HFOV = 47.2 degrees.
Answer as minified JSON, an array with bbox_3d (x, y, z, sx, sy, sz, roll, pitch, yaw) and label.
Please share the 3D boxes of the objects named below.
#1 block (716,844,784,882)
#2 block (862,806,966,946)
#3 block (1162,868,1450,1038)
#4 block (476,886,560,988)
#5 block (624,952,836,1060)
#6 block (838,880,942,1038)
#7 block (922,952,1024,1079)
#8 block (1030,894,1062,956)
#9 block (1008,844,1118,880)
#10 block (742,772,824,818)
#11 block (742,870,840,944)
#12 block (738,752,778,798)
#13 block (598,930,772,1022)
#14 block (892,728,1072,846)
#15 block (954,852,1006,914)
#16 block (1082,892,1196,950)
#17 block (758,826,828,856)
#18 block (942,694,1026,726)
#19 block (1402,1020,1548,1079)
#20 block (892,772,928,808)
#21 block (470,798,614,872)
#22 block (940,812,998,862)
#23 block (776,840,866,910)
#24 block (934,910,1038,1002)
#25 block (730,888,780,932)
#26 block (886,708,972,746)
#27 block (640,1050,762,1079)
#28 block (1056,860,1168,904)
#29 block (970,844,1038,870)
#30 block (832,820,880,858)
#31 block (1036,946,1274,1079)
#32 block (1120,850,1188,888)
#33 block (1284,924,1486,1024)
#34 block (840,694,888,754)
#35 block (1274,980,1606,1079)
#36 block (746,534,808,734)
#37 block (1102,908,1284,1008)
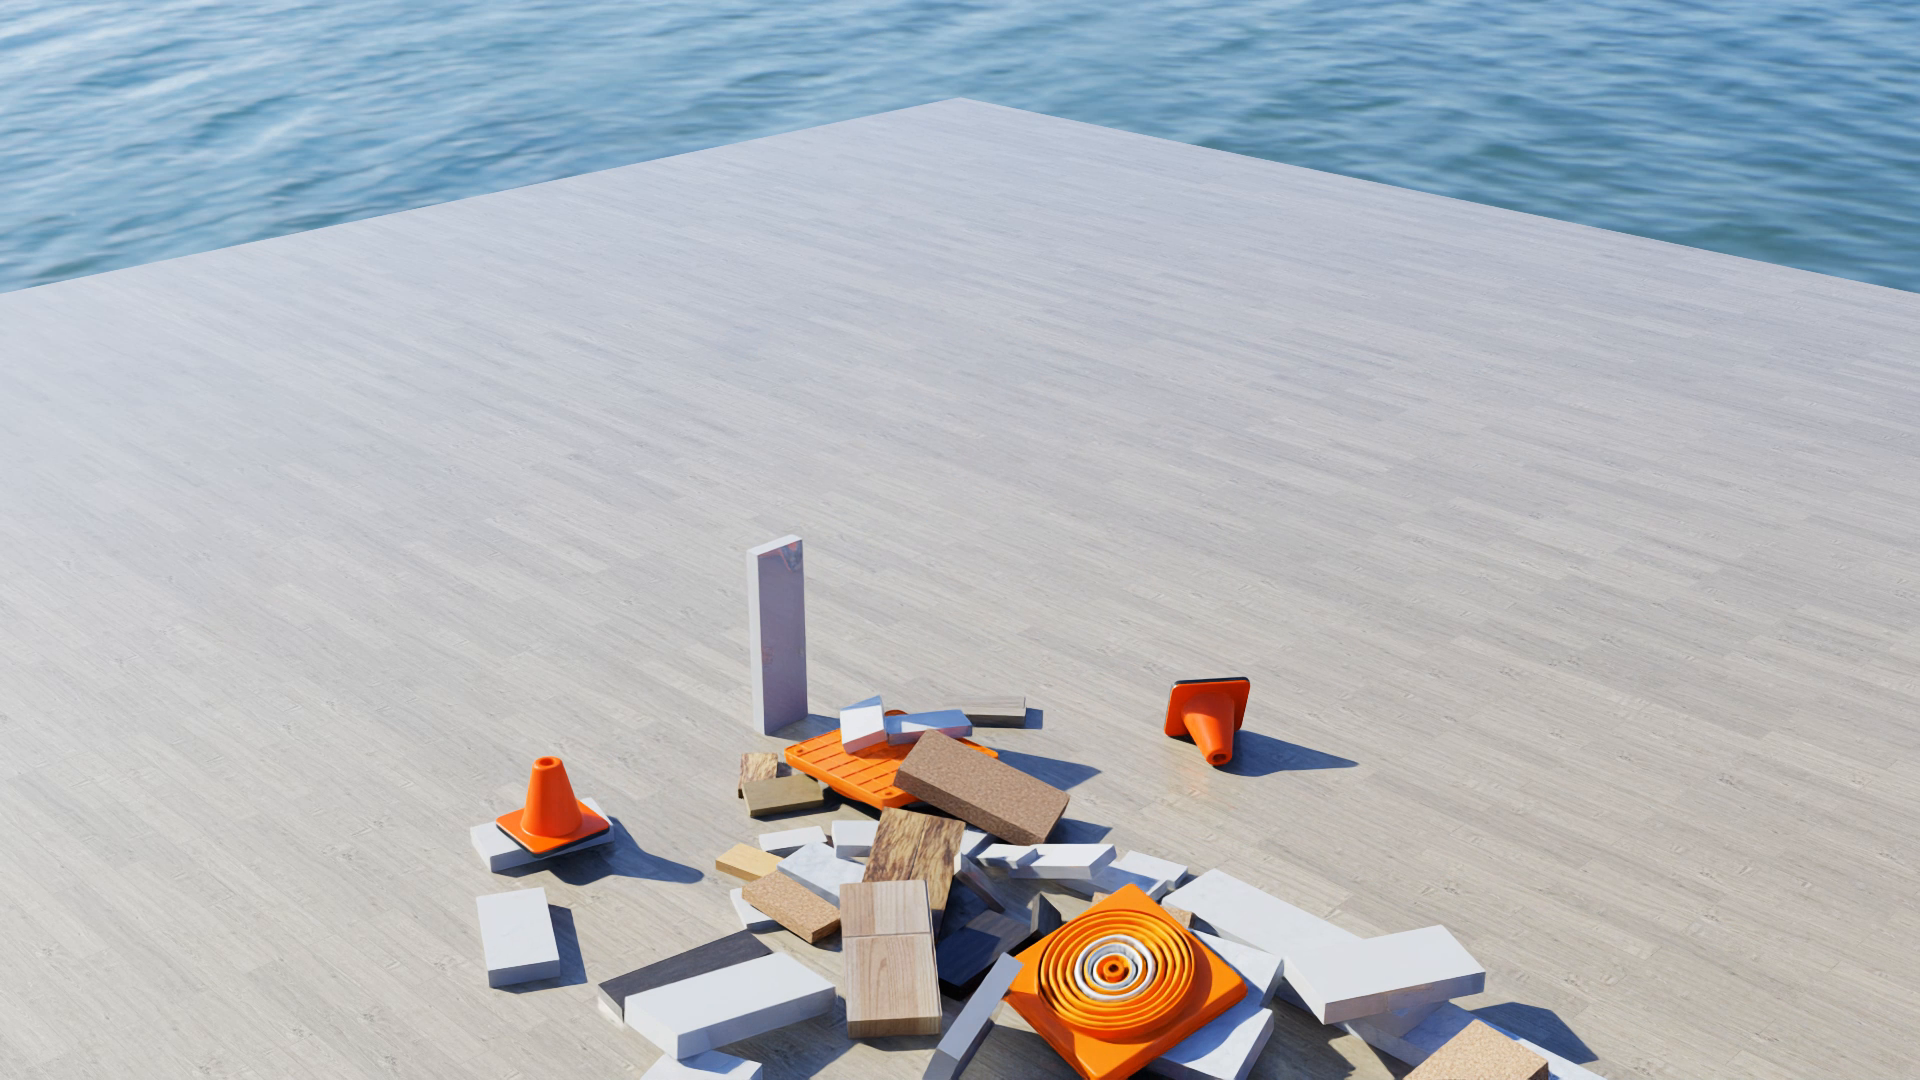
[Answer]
[{"bbox_3d":[-0.388,0.632,4.245,0.152,0.022,0.076,14,27,30],"label":"block"},{"bbox_3d":[-0.096,0.633,4.109,0.161,0.046,0.321,10,35,4],"label":"block"},{"bbox_3d":[0.605,0.724,3.895,0.518,0.043,0.150,21,31,40],"label":"block"},{"bbox_3d":[-0.808,0.722,4.013,0.126,0.036,0.251,-6,24,-15],"label":"block"},{"bbox_3d":[-0.391,0.793,3.762,0.323,0.046,0.162,-9,19,-39],"label":"block"},{"bbox_3d":[-0.125,0.734,3.874,0.161,0.046,0.321,-2,37,-5],"label":"block"},{"bbox_3d":[0.012,0.819,3.638,0.041,0.145,0.291,29,30,11],"label":"block"},{"bbox_3d":[0.158,0.704,4.029,0.017,0.061,0.122,-39,15,18],"label":"block"},{"bbox_3d":[0.194,0.614,4.203,0.191,0.027,0.095,-6,15,37],"label":"block"},{"bbox_3d":[-0.361,0.519,4.480,0.152,0.022,0.076,-7,42,-16],"label":"block"},{"bbox_3d":[-0.309,0.680,4.087,0.184,0.026,0.092,26,29,33],"label":"block"},{"bbox_3d":[-0.420,0.490,4.579,0.076,0.022,0.152,-1,23,-2],"label":"block"},{"bbox_3d":[-0.486,0.772,3.909,0.302,0.026,0.092,-16,28,-32],"label":"block"},{"bbox_3d":[0.044,0.499,4.386,0.321,0.046,0.161,25,33,10],"label":"block"},{"bbox_3d":[0.037,0.643,4.117,0.017,0.122,0.061,-42,17,15],"label":"block"},{"bbox_3d":[0.324,0.702,3.973,0.191,0.095,0.027,7,-17,27],"label":"block"},{"bbox_3d":[-0.329,0.595,4.335,0.124,0.018,0.062,-7,24,-15],"label":"block"},{"bbox_3d":[0.054,0.375,4.844,0.182,0.026,0.091,1,23,3],"label":"block"},{"bbox_3d":[0.795,0.894,3.531,0.291,0.041,0.145,-29,36,-31],"label":"block"},{"bbox_3d":[-0.093,0.511,4.535,0.062,0.018,0.124,-6,24,-15],"label":"block"},{"bbox_3d":[-0.825,0.581,4.346,0.251,0.036,0.126,-12,26,-26],"label":"block"},{"bbox_3d":[-0.001,0.585,4.342,0.114,0.032,0.228,12,26,26],"label":"block"},{"bbox_3d":[-0.224,0.648,4.164,0.228,0.032,0.114,22,31,30],"label":"block"},{"bbox_3d":[0.025,0.746,3.961,0.114,0.032,0.228,17,29,35],"label":"block"},{"bbox_3d":[-0.385,0.688,4.116,0.062,0.018,0.124,-8,24,-18],"label":"block"},{"bbox_3d":[-0.074,0.393,4.625,0.182,0.026,0.091,-5,19,-17],"label":"block"},{"bbox_3d":[-0.465,0.927,3.517,0.162,0.046,0.323,10,25,22],"label":"block"},{"bbox_3d":[0.288,0.650,4.193,0.191,0.027,0.095,16,28,32],"label":"block"},{"bbox_3d":[0.086,0.611,4.246,0.122,0.017,0.061,-4,16,46],"label":"block"},{"bbox_3d":[-0.153,0.579,4.257,0.184,0.026,0.092,2,23,-10],"label":"block"},{"bbox_3d":[0.330,0.815,3.725,0.365,0.046,0.162,13,43,29],"label":"block"},{"bbox_3d":[0.371,0.635,4.241,0.122,0.017,0.061,13,26,27],"label":"block"},{"bbox_3d":[0.723,0.739,3.750,0.301,0.043,0.150,-7,24,-16],"label":"block"},{"bbox_3d":[-0.202,0.385,4.597,0.091,0.026,0.182,-20,19,2],"label":"block"},{"bbox_3d":[0.753,0.820,3.776,0.145,0.041,0.852,-21,31,-40],"label":"block"},{"bbox_3d":[-0.392,0.205,4.734,0.036,0.425,0.126,21,31,41],"label":"block"},{"bbox_3d":[0.397,0.758,3.843,0.301,0.043,0.150,13,52,28],"label":"block"}]
